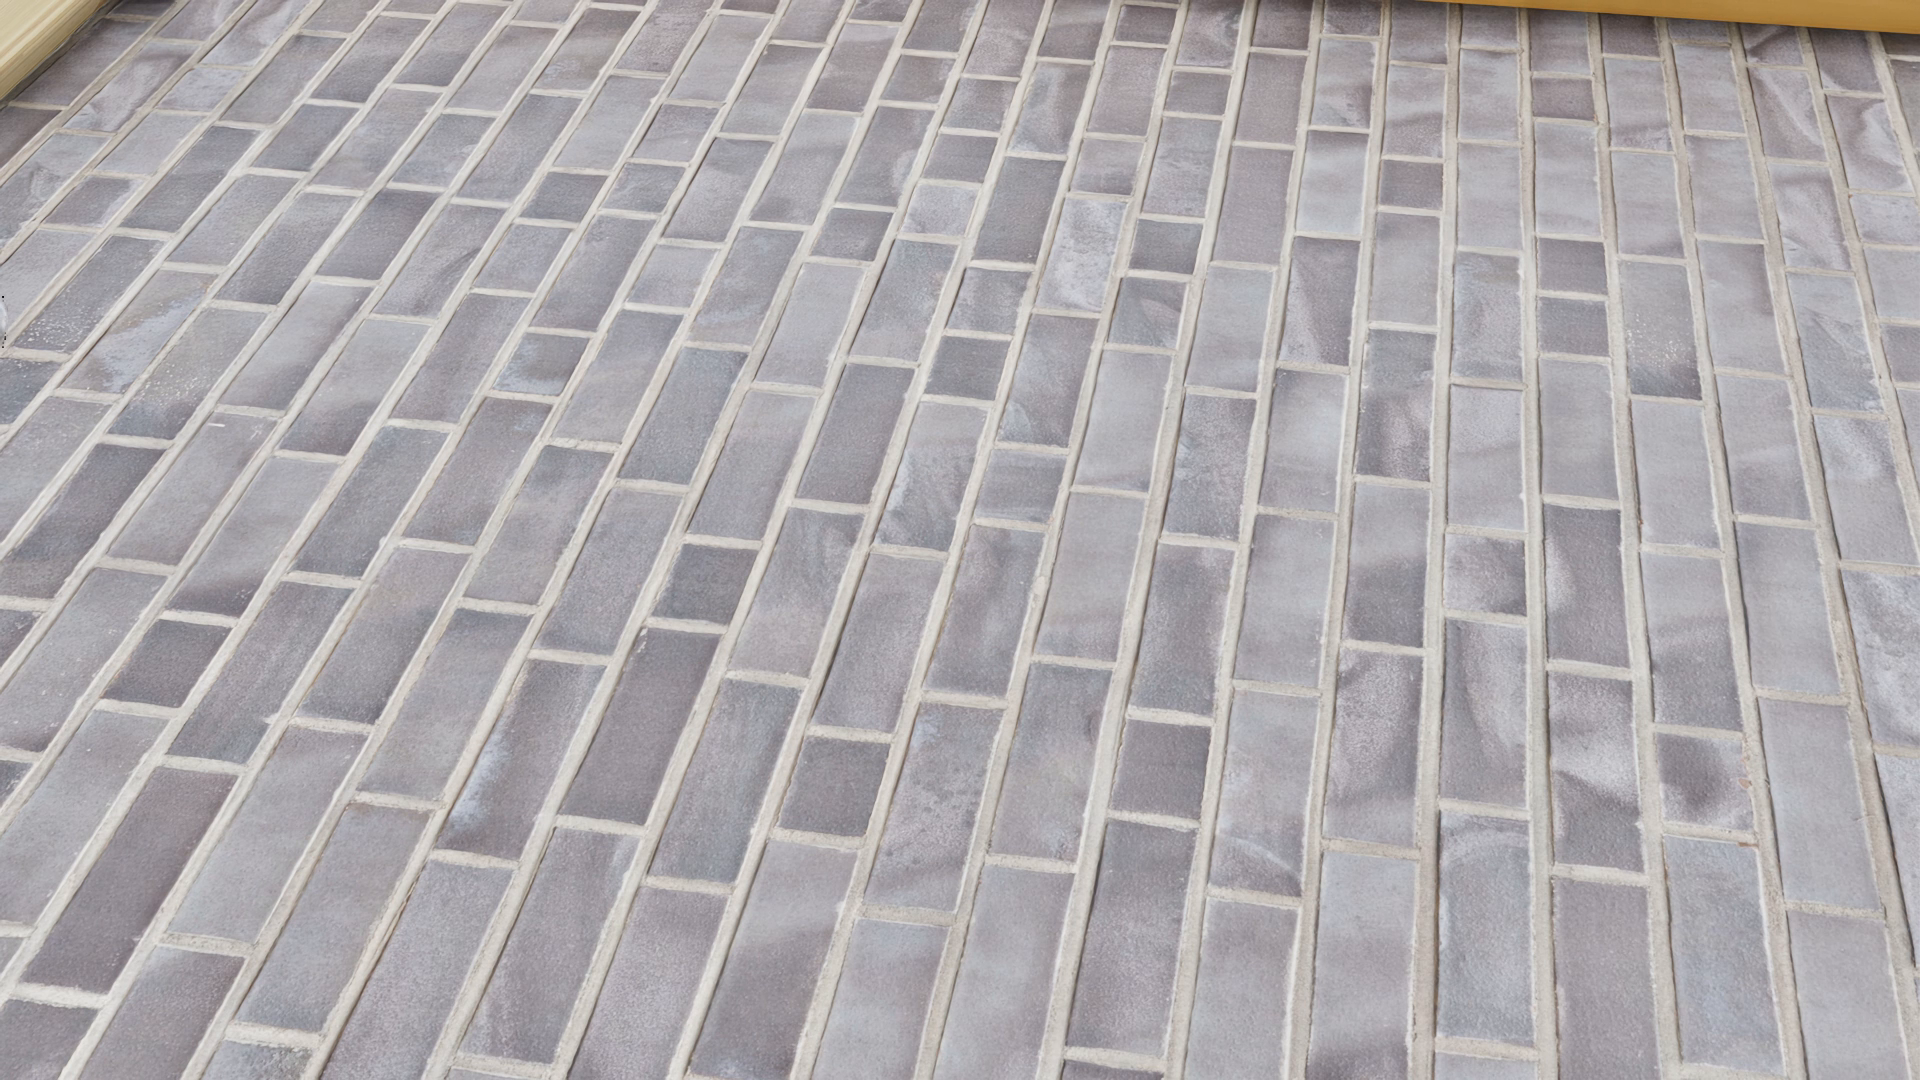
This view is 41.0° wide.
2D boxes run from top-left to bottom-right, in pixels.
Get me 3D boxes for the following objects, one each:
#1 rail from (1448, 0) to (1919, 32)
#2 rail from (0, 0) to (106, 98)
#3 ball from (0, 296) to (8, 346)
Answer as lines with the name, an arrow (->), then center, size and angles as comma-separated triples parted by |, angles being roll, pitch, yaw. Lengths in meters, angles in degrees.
rail -> 1.172, -0.511, 2.442 | 4.060, 0.116, 0.045 | 6, 36, 8
rail -> -0.977, -0.122, 1.894 | 0.045, 0.116, 2.093 | 6, 36, 8
ball -> -0.786, -0.171, 1.987 | 0.089, 0.089, 0.089 | 0, 35, 0
